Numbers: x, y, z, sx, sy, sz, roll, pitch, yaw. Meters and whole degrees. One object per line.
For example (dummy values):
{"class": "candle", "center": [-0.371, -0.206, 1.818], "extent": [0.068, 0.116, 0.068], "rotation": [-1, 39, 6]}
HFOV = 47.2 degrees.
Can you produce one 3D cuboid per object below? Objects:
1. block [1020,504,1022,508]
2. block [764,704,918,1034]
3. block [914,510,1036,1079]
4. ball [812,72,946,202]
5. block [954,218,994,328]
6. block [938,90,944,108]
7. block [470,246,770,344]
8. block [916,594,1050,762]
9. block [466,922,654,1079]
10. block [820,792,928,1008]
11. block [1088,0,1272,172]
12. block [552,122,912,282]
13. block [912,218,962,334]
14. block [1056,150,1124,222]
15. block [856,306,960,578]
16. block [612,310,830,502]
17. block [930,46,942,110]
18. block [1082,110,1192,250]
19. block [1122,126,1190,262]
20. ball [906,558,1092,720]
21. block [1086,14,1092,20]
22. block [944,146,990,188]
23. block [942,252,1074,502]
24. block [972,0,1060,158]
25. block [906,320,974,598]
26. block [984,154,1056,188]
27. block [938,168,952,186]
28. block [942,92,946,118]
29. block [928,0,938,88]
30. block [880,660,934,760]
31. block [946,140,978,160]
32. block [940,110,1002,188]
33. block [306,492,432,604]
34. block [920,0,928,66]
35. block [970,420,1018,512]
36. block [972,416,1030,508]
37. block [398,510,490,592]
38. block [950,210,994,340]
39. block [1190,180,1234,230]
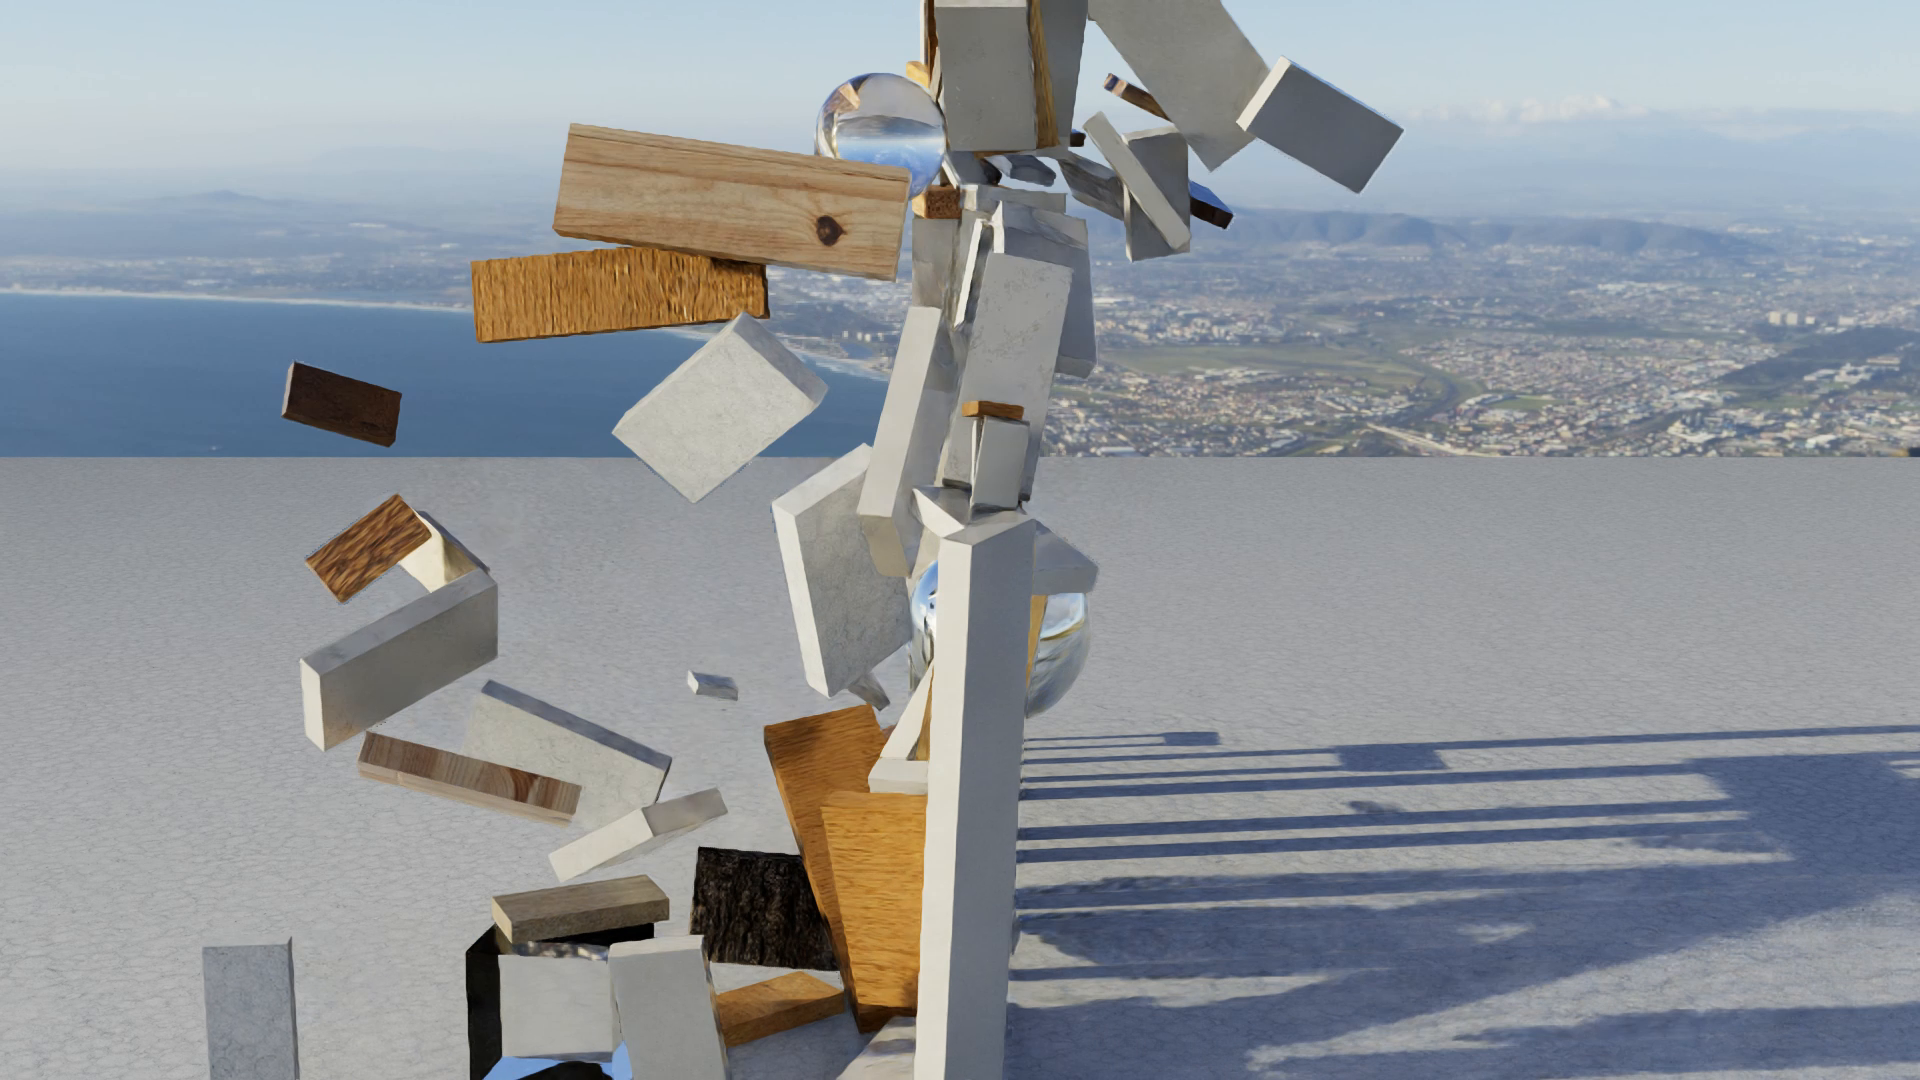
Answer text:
{"class": "block", "center": [0.060, -0.324, 3.986], "extent": [0.152, 0.532, 0.043], "rotation": [4, 9, -7]}
{"class": "block", "center": [-0.137, 0.461, 3.178], "extent": [0.168, 0.048, 0.545], "rotation": [-12, 44, -13]}
{"class": "block", "center": [0.013, 0.372, 2.605], "extent": [0.041, 0.809, 0.145], "rotation": [12, 19, 29]}
{"class": "ball", "center": [-0.143, -0.714, 3.931], "extent": [0.240, 0.240, 0.240], "rotation": [0, 11, 0]}
{"class": "block", "center": [0.072, -0.372, 3.628], "extent": [0.147, 0.293, 0.042], "rotation": [6, 18, -17]}
{"class": "block", "center": [0.010, -0.838, 3.964], "extent": [0.072, 0.020, 0.178], "rotation": [-14, -17, -14]}
{"class": "block", "center": [-0.527, -0.388, 3.407], "extent": [0.458, 0.125, 0.035], "rotation": [-4, -2, 7]}
{"class": "block", "center": [0.009, 0.270, 2.878], "extent": [0.123, 0.508, 0.035], "rotation": [14, 25, 7]}
{"class": "block", "center": [-0.535, 0.620, 2.970], "extent": [0.196, 0.196, 0.196], "rotation": [2, 11, 8]}
{"class": "block", "center": [-0.081, 0.465, 2.829], "extent": [0.145, 0.291, 0.041], "rotation": [0, 21, 23]}
{"class": "block", "center": [0.368, -0.784, 3.535], "extent": [0.173, 0.346, 0.049], "rotation": [-36, 17, 16]}
{"class": "block", "center": [-0.341, -0.507, 3.301], "extent": [0.517, 0.164, 0.046], "rotation": [8, -5, 4]}
{"class": "block", "center": [-0.002, -0.415, 4.047], "extent": [0.176, 0.351, 0.050], "rotation": [0, 9, -1]}
{"class": "block", "center": [0.247, -0.643, 3.994], "extent": [0.026, 0.093, 0.186], "rotation": [-36, 34, -11]}
{"class": "block", "center": [-0.067, -0.133, 2.965], "extent": [0.046, 0.328, 0.164], "rotation": [6, -28, 13]}
{"class": "block", "center": [-0.362, -0.194, 3.297], "extent": [0.337, 0.168, 0.048], "rotation": [-33, 22, 42]}
{"class": "block", "center": [0.017, -0.865, 3.981], "extent": [0.121, 0.034, 0.246], "rotation": [-14, -17, -11]}
{"class": "block", "center": [0.287, -0.585, 3.578], "extent": [0.035, 0.249, 0.125], "rotation": [-37, 6, 7]}
{"class": "block", "center": [0.340, -0.600, 3.808], "extent": [0.108, 0.229, 0.031], "rotation": [-11, 34, -9]}
{"class": "ball", "center": [0.058, 0.137, 3.375], "extent": [0.289, 0.289, 0.289], "rotation": [0, 11, 0]}
{"class": "block", "center": [0.187, -0.976, 3.731], "extent": [0.371, 0.173, 0.049], "rotation": [-2, -6, -14]}
{"class": "block", "center": [0.010, -0.681, 4.027], "extent": [0.054, 0.015, 0.109], "rotation": [-4, 48, -25]}
{"class": "block", "center": [0.064, -0.217, 2.898], "extent": [0.116, 0.324, 0.033], "rotation": [11, -17, 0]}
{"class": "block", "center": [0.059, -0.635, 2.935], "extent": [0.116, 0.231, 0.033], "rotation": [-9, 15, 1]}
{"class": "block", "center": [0.017, -0.096, 3.586], "extent": [0.147, 0.518, 0.042], "rotation": [19, 31, 13]}
{"class": "block", "center": [0.094, -0.697, 4.023], "extent": [0.093, 0.026, 0.186], "rotation": [8, 24, -29]}
{"class": "block", "center": [0.003, -0.783, 4.247], "extent": [0.095, 0.191, 0.027], "rotation": [-3, -3, -3]}
{"class": "block", "center": [0.007, -0.813, 3.962], "extent": [0.072, 0.020, 0.143], "rotation": [-17, -16, -8]}
{"class": "block", "center": [0.002, -0.951, 4.064], "extent": [0.121, 0.242, 0.034], "rotation": [-3, 34, -4]}
{"class": "block", "center": [-0.009, 0.192, 2.944], "extent": [0.035, 0.247, 0.123], "rotation": [37, 21, 22]}
{"class": "block", "center": [0.009, -0.696, 4.083], "extent": [0.054, 0.015, 0.109], "rotation": [-5, 56, -29]}
{"class": "block", "center": [-0.003, -0.745, 4.158], "extent": [0.095, 0.191, 0.027], "rotation": [-9, -31, -32]}
{"class": "block", "center": [-0.908, 0.013, 3.381], "extent": [0.171, 0.086, 0.024], "rotation": [-39, -19, -16]}
{"class": "block", "center": [-0.041, -0.989, 4.227], "extent": [0.072, 0.144, 0.020], "rotation": [-14, 36, -20]}
{"class": "block", "center": [0.045, -0.096, 2.831], "extent": [0.058, 0.115, 0.016], "rotation": [5, -17, -11]}
{"class": "block", "center": [0.051, -0.098, 2.768], "extent": [0.058, 0.115, 0.016], "rotation": [8, 27, -3]}
{"class": "block", "center": [-0.814, 0.036, 3.445], "extent": [0.171, 0.085, 0.024], "rotation": [37, 15, 29]}
{"class": "block", "center": [0.065, -0.405, 3.769], "extent": [0.152, 0.304, 0.043], "rotation": [6, 7, 1]}
{"class": "block", "center": [0.385, -0.634, 3.982], "extent": [0.217, 0.031, 0.108], "rotation": [17, 26, -32]}
